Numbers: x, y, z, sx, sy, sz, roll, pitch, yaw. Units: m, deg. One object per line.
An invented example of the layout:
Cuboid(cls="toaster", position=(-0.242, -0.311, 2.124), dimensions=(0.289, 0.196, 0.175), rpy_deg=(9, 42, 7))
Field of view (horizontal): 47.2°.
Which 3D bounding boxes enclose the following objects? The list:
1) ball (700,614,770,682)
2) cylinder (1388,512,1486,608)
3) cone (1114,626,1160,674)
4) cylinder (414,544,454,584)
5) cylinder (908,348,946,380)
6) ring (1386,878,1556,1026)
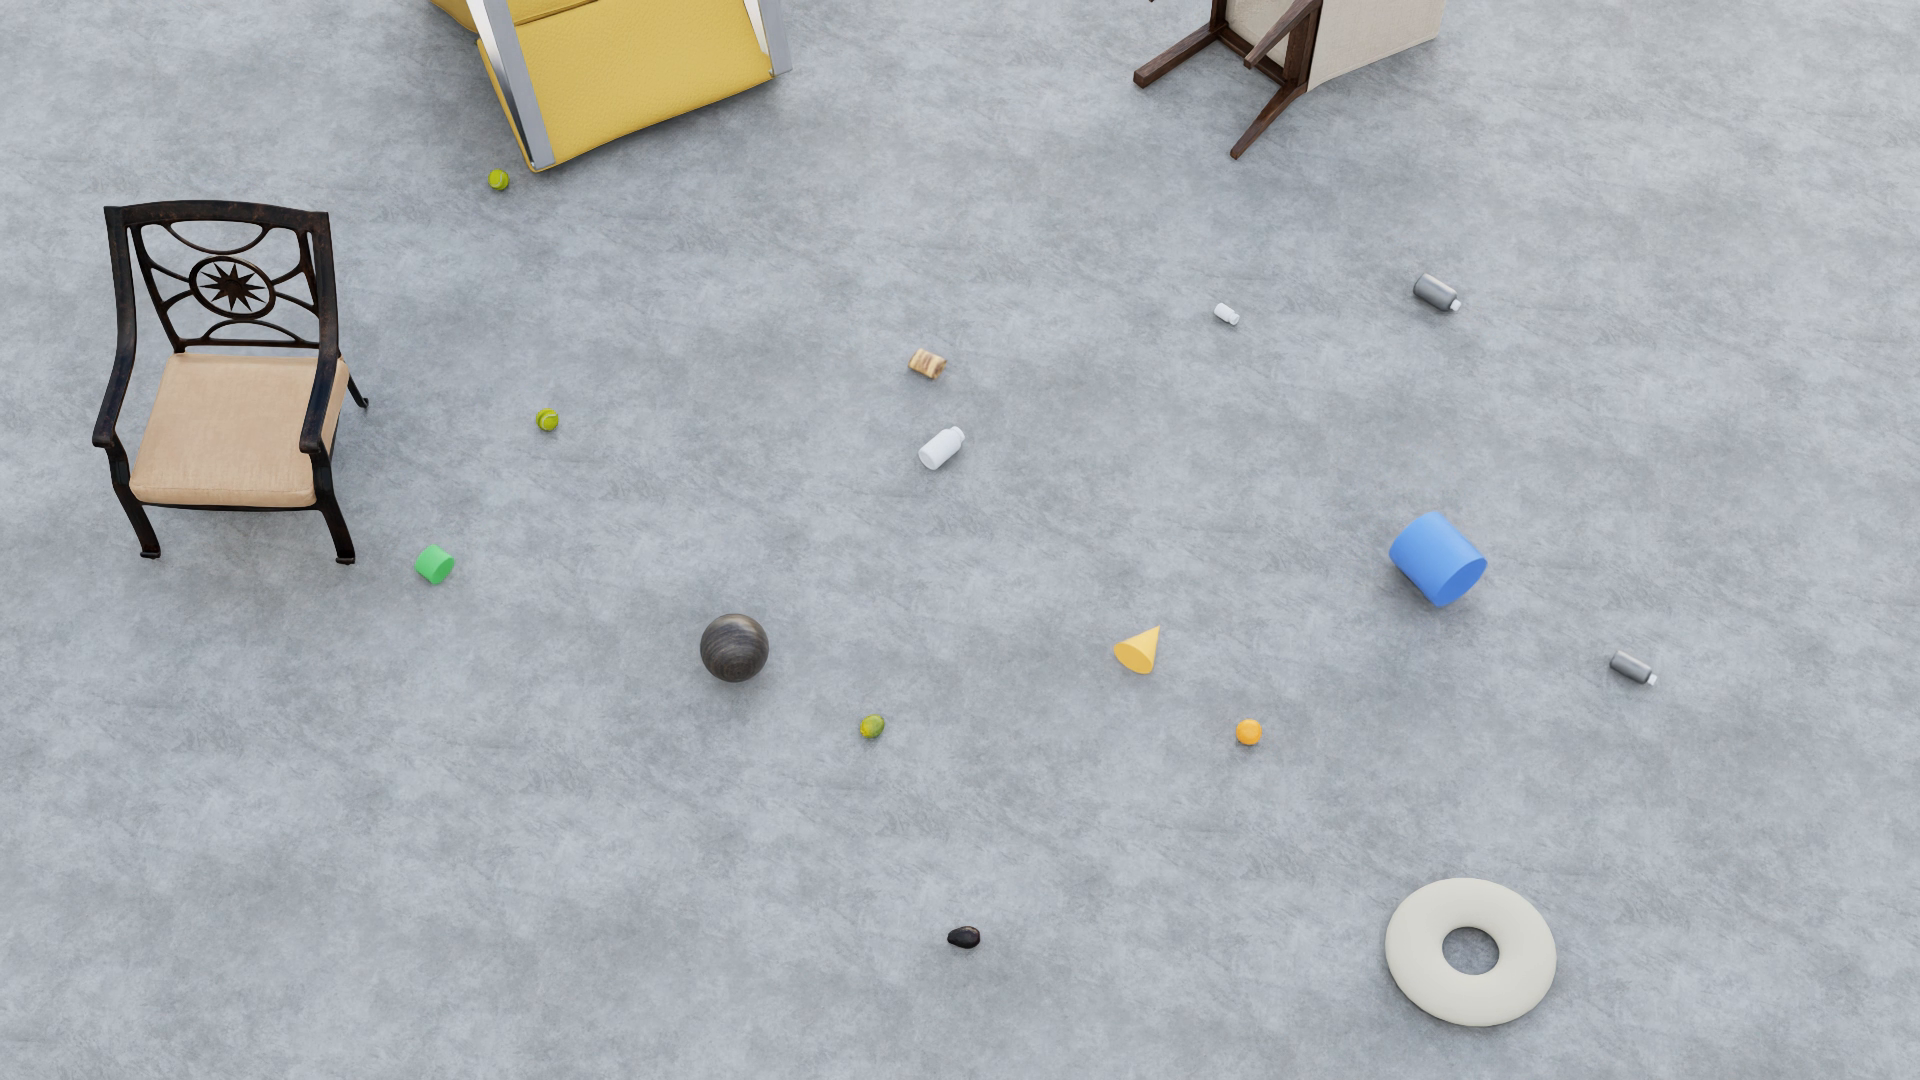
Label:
Cuboid(cls="ball", position=(-0.641, 0.307, 6.249), dimensions=(0.197, 0.197, 0.197), rpy_deg=(0, 56, 0))
Cuboid(cls="cylinder", position=(1.393, 0.056, 6.416), dimensions=(0.204, 0.196, 0.201), rpy_deg=(3, 40, -53))
Cuboid(cls="cone", position=(0.539, 0.294, 6.351), dimensions=(0.128, 0.089, 0.169), rpy_deg=(32, 47, 13))
Cuboid(cls="cylinder", position=(-1.549, 0.072, 6.482), dimensions=(0.073, 0.070, 0.096), rpy_deg=(34, 80, 21))
Cuboid(cls="cylinder", position=(-0.103, -0.555, 6.920), dimensions=(0.095, 0.044, 0.081), rpy_deg=(26, 59, 16))
Cuboid(cls="ring", position=(1.348, 1.084, 5.803), dimensions=(0.451, 0.073, 0.417), rpy_deg=(-4, 57, -2))
